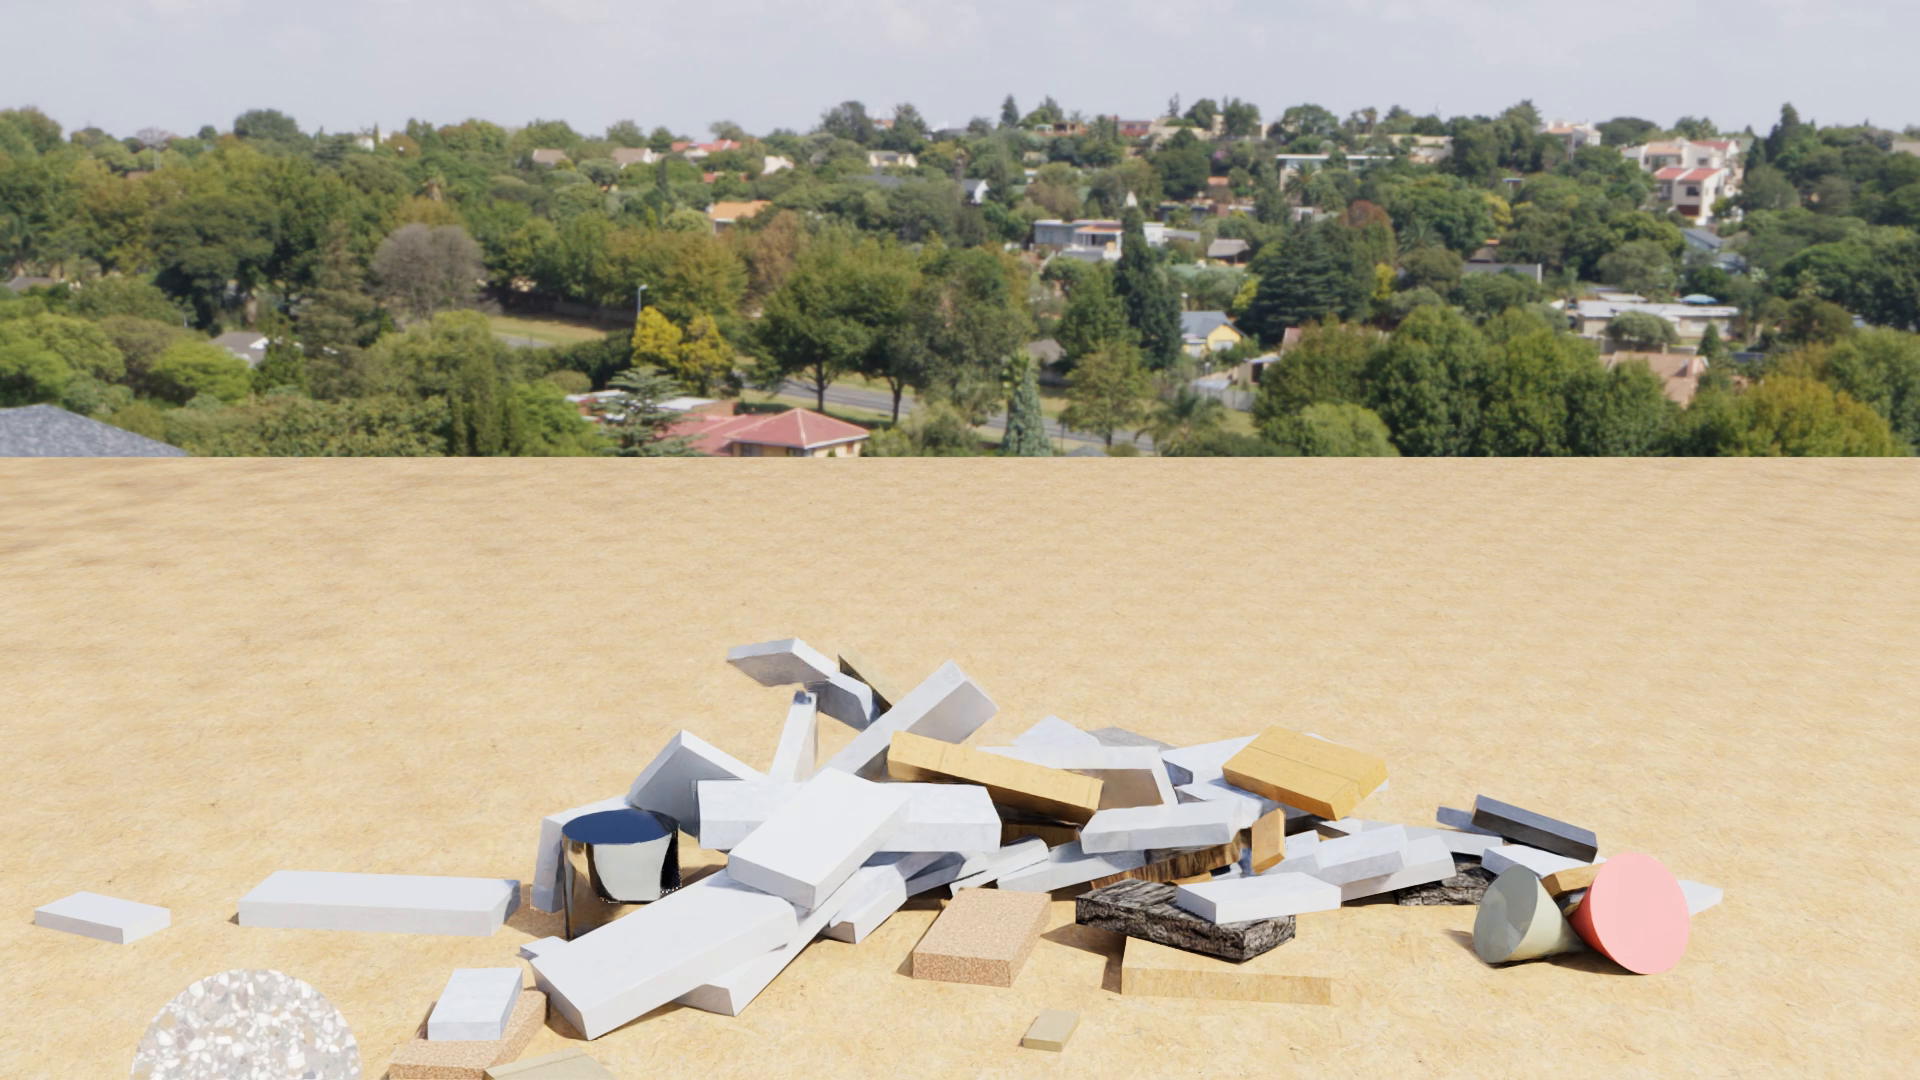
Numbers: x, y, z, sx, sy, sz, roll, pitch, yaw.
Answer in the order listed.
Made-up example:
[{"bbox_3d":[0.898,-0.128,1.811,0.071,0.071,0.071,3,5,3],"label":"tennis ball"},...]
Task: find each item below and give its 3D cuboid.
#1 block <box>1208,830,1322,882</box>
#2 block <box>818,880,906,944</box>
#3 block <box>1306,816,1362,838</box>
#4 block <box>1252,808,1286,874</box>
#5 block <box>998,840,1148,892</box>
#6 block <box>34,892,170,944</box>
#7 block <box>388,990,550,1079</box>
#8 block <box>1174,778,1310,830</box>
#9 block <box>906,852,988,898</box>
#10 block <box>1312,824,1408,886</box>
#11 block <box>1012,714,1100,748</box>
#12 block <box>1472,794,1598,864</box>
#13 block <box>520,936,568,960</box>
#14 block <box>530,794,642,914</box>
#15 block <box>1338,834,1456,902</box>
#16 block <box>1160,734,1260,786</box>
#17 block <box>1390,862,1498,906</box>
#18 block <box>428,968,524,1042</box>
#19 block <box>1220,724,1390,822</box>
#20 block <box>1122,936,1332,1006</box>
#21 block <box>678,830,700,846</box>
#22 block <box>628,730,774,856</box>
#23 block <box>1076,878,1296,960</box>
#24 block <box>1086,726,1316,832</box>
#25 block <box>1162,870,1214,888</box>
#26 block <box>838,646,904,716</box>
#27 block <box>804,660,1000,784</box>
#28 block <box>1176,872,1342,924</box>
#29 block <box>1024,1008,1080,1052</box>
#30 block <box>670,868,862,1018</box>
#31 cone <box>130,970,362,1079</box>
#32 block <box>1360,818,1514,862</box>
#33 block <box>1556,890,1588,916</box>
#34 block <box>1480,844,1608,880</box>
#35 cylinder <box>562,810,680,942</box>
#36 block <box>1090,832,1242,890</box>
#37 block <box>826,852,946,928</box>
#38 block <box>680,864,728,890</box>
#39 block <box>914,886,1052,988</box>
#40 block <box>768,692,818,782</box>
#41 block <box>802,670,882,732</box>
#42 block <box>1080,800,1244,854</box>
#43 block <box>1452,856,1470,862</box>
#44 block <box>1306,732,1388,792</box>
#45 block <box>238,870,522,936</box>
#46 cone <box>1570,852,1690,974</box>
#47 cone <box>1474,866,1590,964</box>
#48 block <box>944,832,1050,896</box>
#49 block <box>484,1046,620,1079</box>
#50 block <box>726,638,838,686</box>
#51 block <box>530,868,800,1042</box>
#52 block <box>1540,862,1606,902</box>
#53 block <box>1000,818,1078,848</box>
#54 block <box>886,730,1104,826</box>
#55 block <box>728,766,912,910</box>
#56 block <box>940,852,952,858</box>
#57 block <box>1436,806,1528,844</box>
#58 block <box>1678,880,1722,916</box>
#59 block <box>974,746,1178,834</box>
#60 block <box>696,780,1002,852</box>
[{"bbox_3d":[0.474,0.542,3.627,0.241,0.034,0.121,-16,8,13],"label":"block"},{"bbox_3d":[-0.245,0.567,3.557,0.284,0.040,0.142,10,27,31],"label":"block"},{"bbox_3d":[0.701,0.524,3.971,0.071,0.020,0.142,-8,13,-36],"label":"block"},{"bbox_3d":[0.504,0.492,3.597,0.054,0.015,0.146,-33,15,18],"label":"block"},{"bbox_3d":[0.188,0.537,3.662,0.246,0.035,0.123,-16,8,8],"label":"block"},{"bbox_3d":[-1.372,0.604,3.519,0.194,0.027,0.097,5,12,26],"label":"block"},{"bbox_3d":[-0.672,0.689,3.035,0.133,0.038,0.266,1,11,8],"label":"block"},{"bbox_3d":[0.555,0.466,4.002,0.303,0.043,0.152,-6,12,-31],"label":"block"},{"bbox_3d":[-0.045,0.552,3.657,0.175,0.025,0.087,-19,10,-7],"label":"block"},{"bbox_3d":[0.615,0.532,3.633,0.241,0.034,0.121,-16,10,17],"label":"block"},{"bbox_3d":[0.194,0.414,4.412,0.104,0.029,0.207,-33,21,-15],"label":"block"},{"bbox_3d":[0.976,0.491,3.741,0.207,0.029,0.104,18,11,11],"label":"block"},{"bbox_3d":[-0.605,0.639,3.357,0.063,0.018,0.146,-10,15,-43],"label":"block"},{"bbox_3d":[-0.586,0.507,3.629,0.042,0.148,0.296,15,11,27],"label":"block"},{"bbox_3d":[0.694,0.548,3.650,0.234,0.033,0.117,-13,10,4],"label":"block"},{"bbox_3d":[0.517,0.426,4.226,0.278,0.039,0.139,-6,12,-30],"label":"block"},{"bbox_3d":[0.837,0.574,3.667,0.234,0.033,0.117,0,11,-1],"label":"block"},{"bbox_3d":[-0.676,0.648,3.075,0.097,0.027,0.194,0,11,-2],"label":"block"},{"bbox_3d":[0.612,0.412,3.915,0.139,0.039,0.278,-35,27,-26],"label":"block"},{"bbox_3d":[0.399,0.639,3.289,0.303,0.043,0.152,1,11,8],"label":"block"},{"bbox_3d":[-0.489,0.513,3.978,0.266,0.038,0.133,-2,11,-10],"label":"block"},{"bbox_3d":[-0.386,0.443,3.663,0.296,0.148,0.042,33,24,-24],"label":"block"},{"bbox_3d":[0.345,0.580,3.379,0.303,0.043,0.152,5,7,38],"label":"block"},{"bbox_3d":[0.447,0.459,4.266,0.139,0.039,0.633,-8,13,-35],"label":"block"},{"bbox_3d":[0.366,0.553,3.612,0.058,0.016,0.115,-21,8,-14],"label":"block"},{"bbox_3d":[-0.149,0.293,4.052,0.029,0.103,0.206,-31,50,-24],"label":"block"},{"bbox_3d":[-0.109,0.371,3.894,0.051,0.357,0.179,51,2,30],"label":"block"},{"bbox_3d":[0.456,0.545,3.359,0.223,0.032,0.112,-2,6,-26],"label":"block"},{"bbox_3d":[0.130,0.689,3.092,0.054,0.015,0.108,3,11,16],"label":"block"},{"bbox_3d":[-0.316,0.582,3.324,0.174,0.049,0.348,6,28,30],"label":"block"},{"bbox_3d":[-0.929,0.698,2.748,0.278,0.278,0.278,-8,-13,-37],"label":"cone"},{"bbox_3d":[0.828,0.523,3.806,0.241,0.034,0.121,5,-12,27],"label":"block"},{"bbox_3d":[0.963,0.581,3.495,0.054,0.015,0.108,-10,-22,-22],"label":"block"},{"bbox_3d":[0.991,0.546,3.675,0.234,0.033,0.117,3,13,-40],"label":"block"},{"bbox_3d":[-0.531,0.537,3.459,0.180,0.180,0.180,0,11,0],"label":"cylinder"},{"bbox_3d":[0.342,0.529,3.643,0.246,0.035,0.123,-17,7,10],"label":"block"},{"bbox_3d":[-0.160,0.521,3.545,0.142,0.040,0.284,16,30,39],"label":"block"},{"bbox_3d":[-0.424,0.575,3.699,0.063,0.018,0.125,4,11,23],"label":"block"},{"bbox_3d":[0.039,0.614,3.421,0.150,0.042,0.300,3,11,14],"label":"block"},{"bbox_3d":[-0.302,0.418,3.974,0.042,0.148,0.330,4,25,3],"label":"block"},{"bbox_3d":[-0.223,0.293,4.095,0.029,0.103,0.206,-35,33,-26],"label":"block"},{"bbox_3d":[0.332,0.470,3.608,0.246,0.035,0.123,-7,9,18],"label":"block"},{"bbox_3d":[0.801,0.558,3.784,0.142,0.020,0.071,4,11,21],"label":"block"},{"bbox_3d":[0.662,0.414,4.061,0.133,0.038,0.266,-4,11,-21],"label":"block"},{"bbox_3d":[-0.937,0.588,3.564,0.417,0.042,0.150,1,11,7],"label":"block"},{"bbox_3d":[0.998,0.594,3.423,0.185,0.185,0.185,-5,-15,-25],"label":"cone"},{"bbox_3d":[0.906,0.606,3.389,0.160,0.160,0.160,25,5,-14],"label":"cone"},{"bbox_3d":[0.057,0.543,3.683,0.175,0.025,0.087,-21,8,-9],"label":"block"},{"bbox_3d":[-0.495,0.728,2.824,0.133,0.038,0.266,-7,13,-34],"label":"block"},{"bbox_3d":[-0.332,0.227,4.065,0.103,0.029,0.206,37,-29,-31],"label":"block"},{"bbox_3d":[-0.429,0.596,3.211,0.348,0.049,0.174,-23,27,-28],"label":"block"},{"bbox_3d":[0.985,0.548,3.497,0.223,0.032,0.112,-3,-26,-36],"label":"block"},{"bbox_3d":[0.113,0.527,3.770,0.175,0.087,0.025,3,12,15],"label":"block"},{"bbox_3d":[0.056,0.405,3.730,0.357,0.051,0.179,13,-16,3],"label":"block"},{"bbox_3d":[-0.212,0.452,3.366,0.150,0.042,0.300,17,27,22],"label":"block"},{"bbox_3d":[-0.108,0.518,3.729,0.284,0.040,0.142,-20,15,-12],"label":"block"},{"bbox_3d":[0.943,0.509,3.886,0.104,0.029,0.207,12,-2,-21],"label":"block"},{"bbox_3d":[1.180,0.592,3.605,0.150,0.020,0.071,-10,14,-42],"label":"block"},{"bbox_3d":[0.194,0.442,3.873,0.357,0.179,0.051,-3,43,23],"label":"block"},{"bbox_3d":[-0.183,0.444,3.537,0.474,0.049,0.174,2,14,-9],"label":"block"}]
